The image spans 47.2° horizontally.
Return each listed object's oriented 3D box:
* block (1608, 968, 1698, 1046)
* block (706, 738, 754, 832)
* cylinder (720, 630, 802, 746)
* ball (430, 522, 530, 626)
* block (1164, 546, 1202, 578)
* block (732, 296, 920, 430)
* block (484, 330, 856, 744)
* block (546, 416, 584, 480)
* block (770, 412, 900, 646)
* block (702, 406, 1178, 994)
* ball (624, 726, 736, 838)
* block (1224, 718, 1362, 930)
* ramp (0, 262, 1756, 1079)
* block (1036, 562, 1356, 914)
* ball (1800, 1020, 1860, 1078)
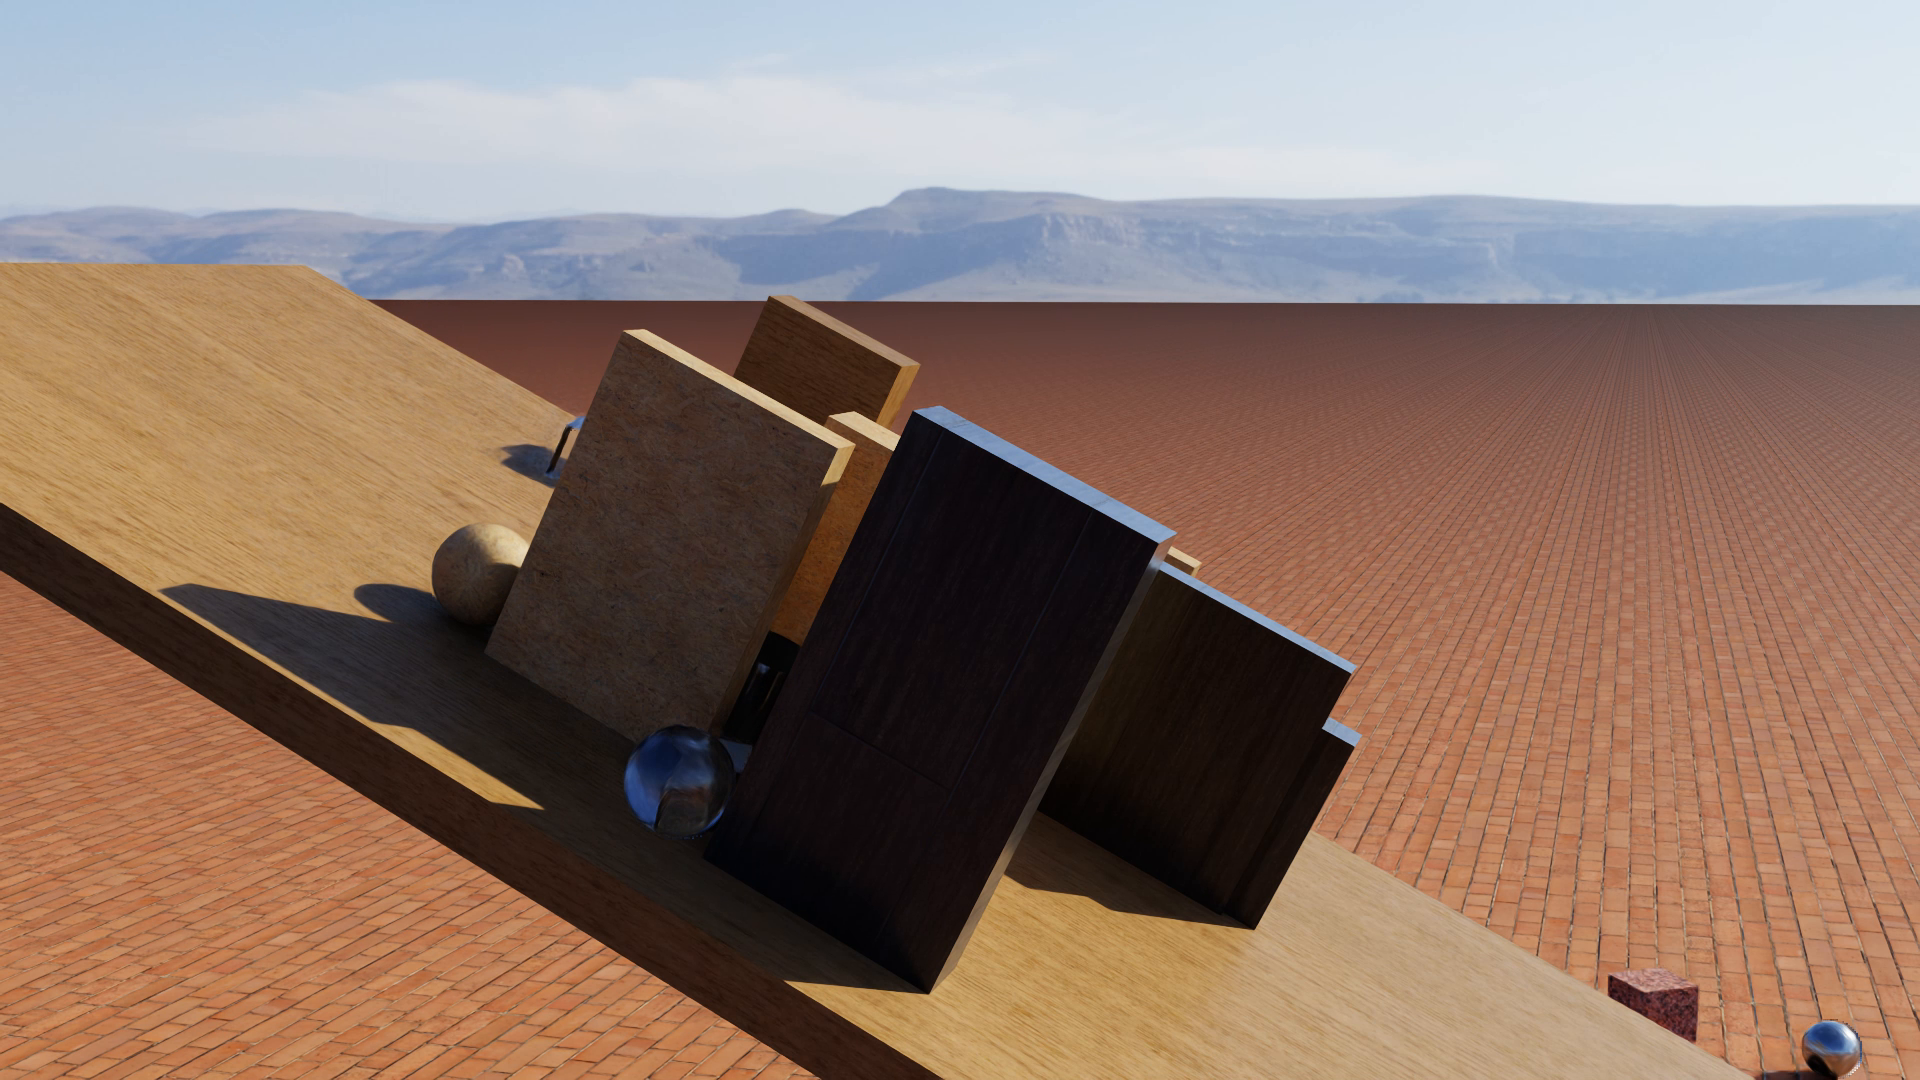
[{"bbox_3d":[1.672,1.136,5.317,0.150,0.150,0.150,-2,7,-17],"label":"block"},{"bbox_3d":[-0.364,0.401,3.540,0.112,0.112,0.112,16,17,-34],"label":"block"},{"bbox_3d":[-0.366,0.273,3.843,0.189,0.189,0.189,24,14,-6],"label":"cylinder"},{"bbox_3d":[-0.826,0.060,3.821,0.182,0.182,0.182,0,7,0],"label":"ball"},{"bbox_3d":[0.248,0.190,4.615,0.324,0.490,0.081,29,14,12],"label":"block"},{"bbox_3d":[-0.372,-0.256,5.100,0.355,0.515,0.138,29,14,12],"label":"block"},{"bbox_3d":[-0.491,0.018,3.668,0.417,0.612,0.083,29,14,12],"label":"block"},{"bbox_3d":[-0.819,-0.183,4.856,0.124,0.124,0.124,26,14,0],"label":"block"},{"bbox_3d":[-0.229,0.087,3.947,0.244,0.581,0.132,29,14,12],"label":"block"},{"bbox_3d":[-0.038,0.240,3.315,0.410,0.775,0.132,29,14,12],"label":"block"},{"bbox_3d":[-0.432,0.372,3.393,0.172,0.172,0.172,0,7,0],"label":"ball"},{"bbox_3d":[0.505,0.469,4.214,0.366,0.409,0.110,29,14,12],"label":"block"},{"bbox_3d":[-0.245,0.412,4.160,4.000,0.100,2.000,29,14,12],"label":"ramp"},{"bbox_3d":[0.435,0.373,4.184,0.427,0.533,0.083,29,14,12],"label":"block"},{"bbox_3d":[2.011,1.176,5.080,0.128,0.128,0.128,0,7,0],"label":"ball"}]
